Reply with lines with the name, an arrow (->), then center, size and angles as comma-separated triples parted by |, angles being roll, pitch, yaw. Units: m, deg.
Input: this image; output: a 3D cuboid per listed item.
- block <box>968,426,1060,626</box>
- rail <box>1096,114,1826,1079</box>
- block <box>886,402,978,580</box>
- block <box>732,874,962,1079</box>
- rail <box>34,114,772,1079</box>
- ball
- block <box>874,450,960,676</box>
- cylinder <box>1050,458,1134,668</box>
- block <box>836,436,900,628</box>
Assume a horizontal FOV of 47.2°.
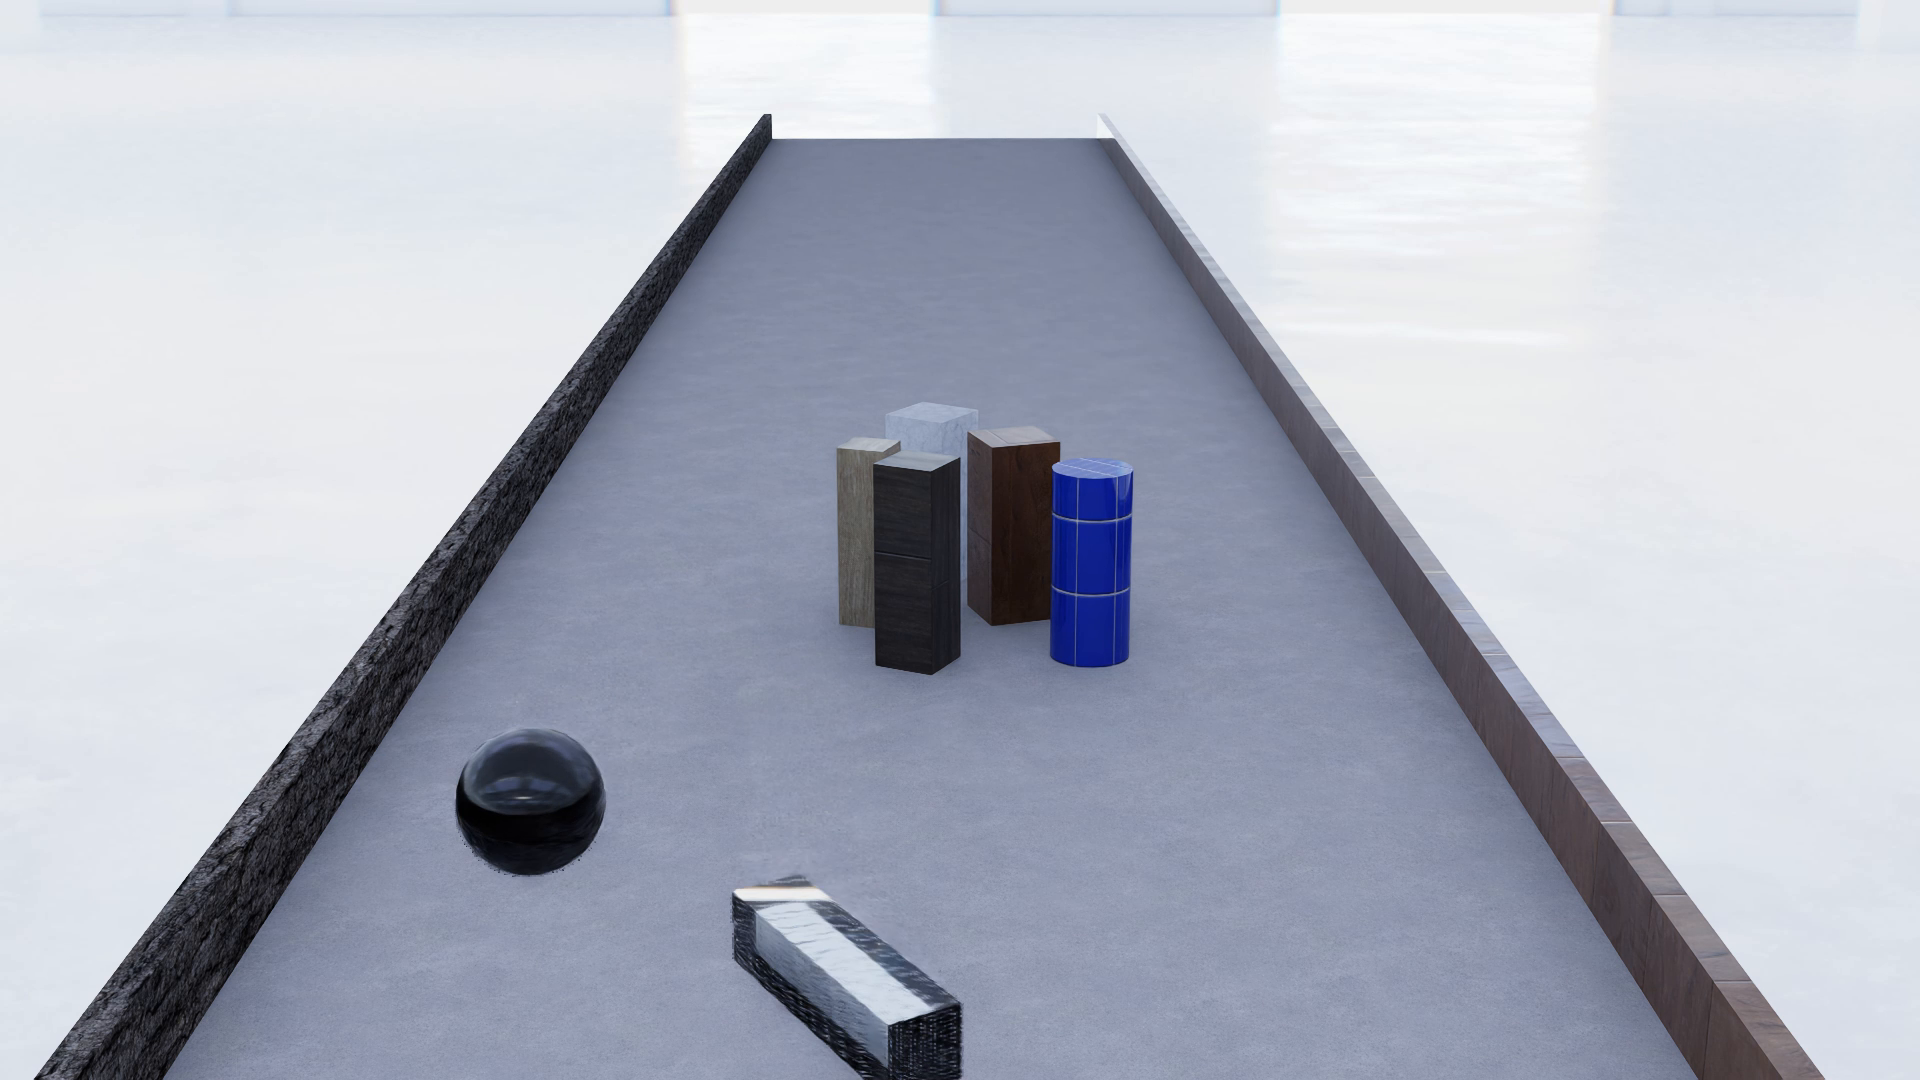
block -> 0.112, -0.032, 4.655 | 0.151, 0.387, 0.151 | -6, 18, -19
rail -> 0.932, -0.844, 7.801 | 0.050, 0.150, 12.000 | 0, 17, -1
block -> -0.062, -0.101, 4.902 | 0.148, 0.378, 0.148 | 11, 20, 32
block -> -0.162, 0.603, 3.009 | 0.110, 0.110, 0.453 | -10, 19, -30
rail -> -1.118, -0.838, 7.780 | 0.050, 0.150, 12.000 | 0, 17, -1
ball -> -0.673, 0.408, 3.446 | 0.233, 0.233, 0.233 | 0, 17, 0
block -> -0.084, 0.043, 4.352 | 0.126, 0.415, 0.126 | 8, 18, 26
cylinder -> 0.262, 0.045, 4.390 | 0.161, 0.390, 0.161 | 0, 17, 0
block -> -0.189, -0.015, 4.605 | 0.102, 0.383, 0.102 | 6, 17, 18
